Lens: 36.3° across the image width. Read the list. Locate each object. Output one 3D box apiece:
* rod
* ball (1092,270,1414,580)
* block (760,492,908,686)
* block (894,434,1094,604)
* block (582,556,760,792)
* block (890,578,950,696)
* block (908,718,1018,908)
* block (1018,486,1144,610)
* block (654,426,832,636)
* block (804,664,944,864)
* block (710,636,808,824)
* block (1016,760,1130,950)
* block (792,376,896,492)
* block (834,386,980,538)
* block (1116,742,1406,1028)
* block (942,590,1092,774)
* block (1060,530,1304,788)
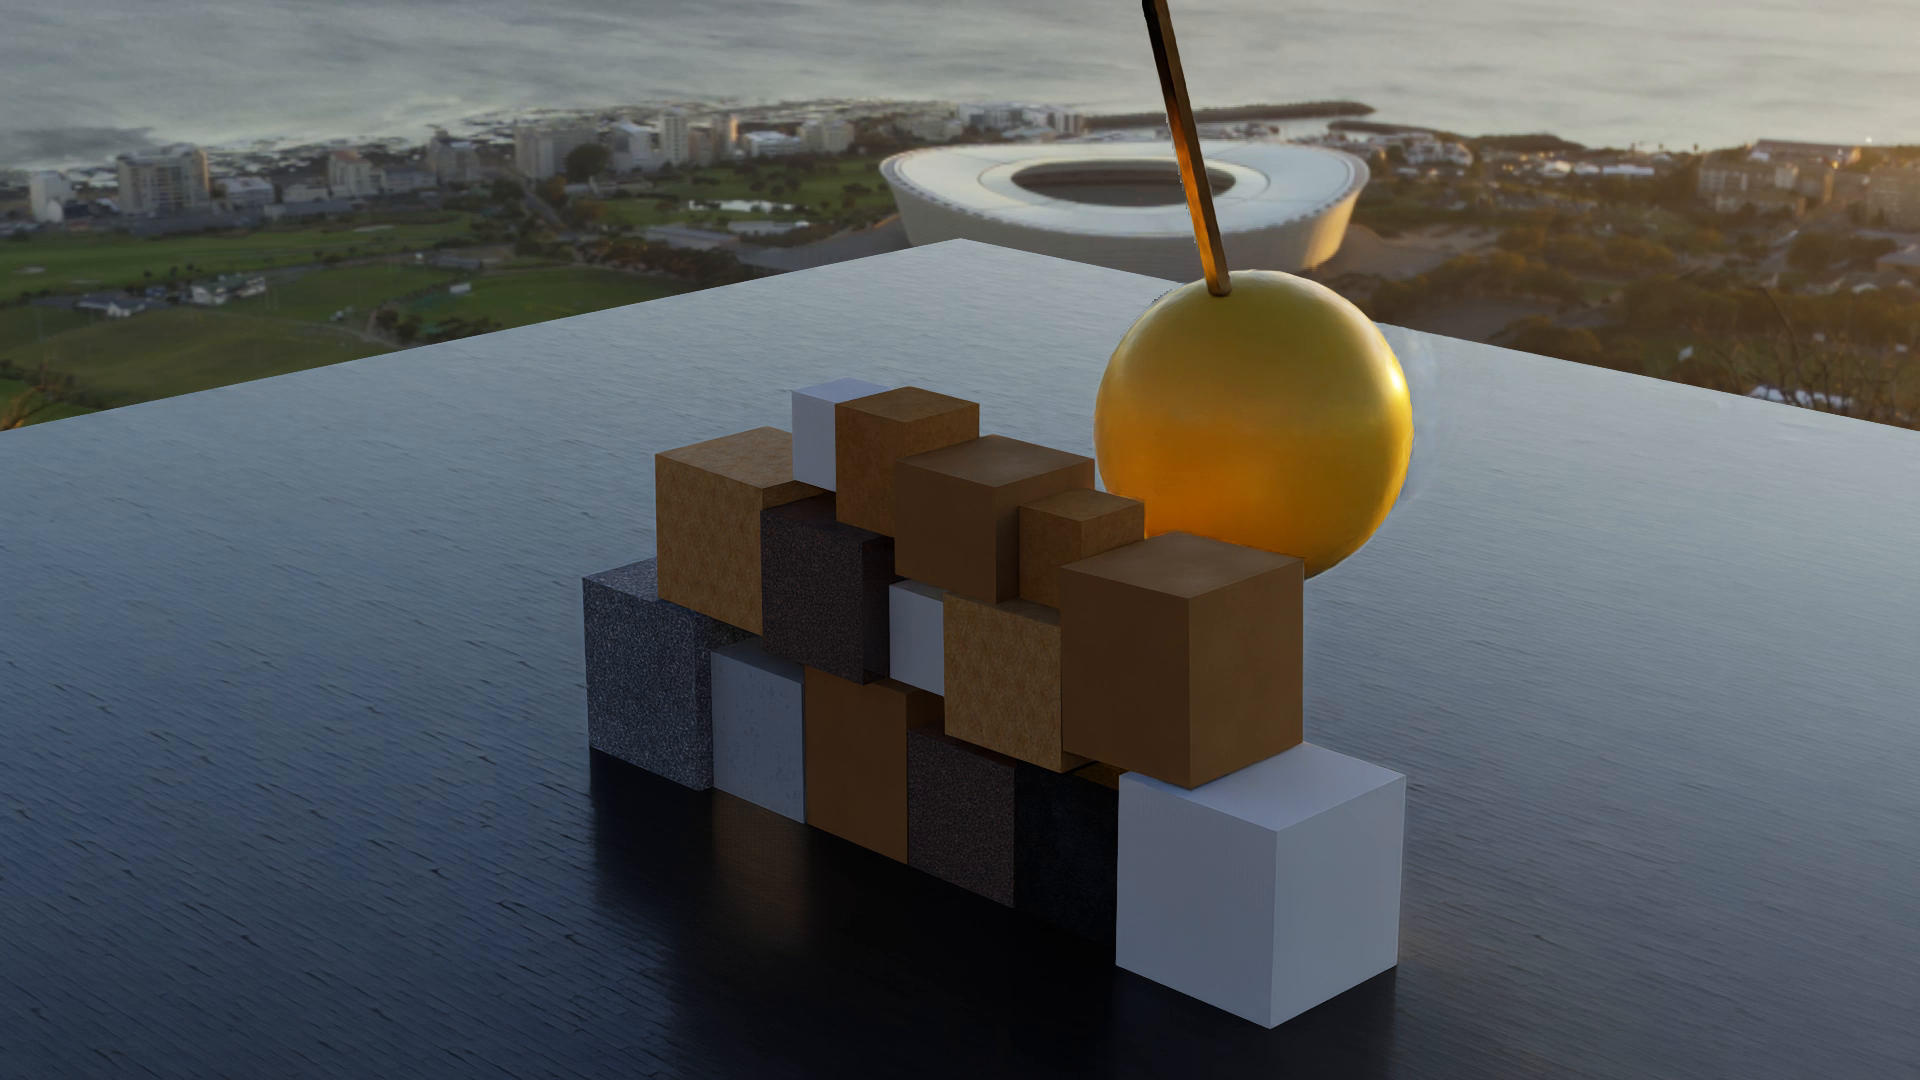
[{"bbox_3d":[0.636,-3.349,12.956,0.080,5.200,0.080,17,44,42],"label":"rod"},{"bbox_3d":[1.467,-0.554,14.705,1.600,1.600,1.600,0,17,0],"label":"ball"},{"bbox_3d":[-0.419,0.183,13.813,0.763,0.689,0.694,-17,24,-42],"label":"block"},{"bbox_3d":[0.154,-0.104,13.133,0.634,0.530,0.635,-17,23,-42],"label":"block"},{"bbox_3d":[-1.285,0.620,14.863,0.865,0.904,0.867,-17,24,-42],"label":"block"},{"bbox_3d":[0.021,0.420,13.459,0.486,0.450,0.486,-17,24,-42],"label":"block"},{"bbox_3d":[0.250,1.181,13.470,0.706,0.669,0.671,-17,24,-42],"label":"block"},{"bbox_3d":[0.532,0.044,12.819,0.374,0.421,0.405,15,23,43],"label":"block"},{"bbox_3d":[-0.947,-0.057,14.288,0.726,0.734,0.787,-17,25,-42],"label":"block"},{"bbox_3d":[-0.245,0.956,13.903,0.688,0.839,0.688,-17,24,-42],"label":"block"},{"bbox_3d":[-0.726,0.871,14.384,0.723,0.713,0.657,-17,24,-42],"label":"block"},{"bbox_3d":[0.734,1.295,12.987,0.674,0.742,0.692,-17,24,-42],"label":"block"},{"bbox_3d":[-0.519,-0.490,13.749,0.374,0.430,0.382,-17,24,-42],"label":"block"},{"bbox_3d":[-0.241,-0.356,13.456,0.472,0.555,0.460,-17,24,-42],"label":"block"},{"bbox_3d":[1.270,1.403,12.426,0.854,0.873,0.849,-17,24,-42],"label":"block"},{"bbox_3d":[0.448,0.541,13.052,0.759,0.661,0.711,-17,23,-42],"label":"block"},{"bbox_3d":[0.946,0.493,12.499,0.738,0.821,0.721,-17,22,-42],"label":"block"}]
